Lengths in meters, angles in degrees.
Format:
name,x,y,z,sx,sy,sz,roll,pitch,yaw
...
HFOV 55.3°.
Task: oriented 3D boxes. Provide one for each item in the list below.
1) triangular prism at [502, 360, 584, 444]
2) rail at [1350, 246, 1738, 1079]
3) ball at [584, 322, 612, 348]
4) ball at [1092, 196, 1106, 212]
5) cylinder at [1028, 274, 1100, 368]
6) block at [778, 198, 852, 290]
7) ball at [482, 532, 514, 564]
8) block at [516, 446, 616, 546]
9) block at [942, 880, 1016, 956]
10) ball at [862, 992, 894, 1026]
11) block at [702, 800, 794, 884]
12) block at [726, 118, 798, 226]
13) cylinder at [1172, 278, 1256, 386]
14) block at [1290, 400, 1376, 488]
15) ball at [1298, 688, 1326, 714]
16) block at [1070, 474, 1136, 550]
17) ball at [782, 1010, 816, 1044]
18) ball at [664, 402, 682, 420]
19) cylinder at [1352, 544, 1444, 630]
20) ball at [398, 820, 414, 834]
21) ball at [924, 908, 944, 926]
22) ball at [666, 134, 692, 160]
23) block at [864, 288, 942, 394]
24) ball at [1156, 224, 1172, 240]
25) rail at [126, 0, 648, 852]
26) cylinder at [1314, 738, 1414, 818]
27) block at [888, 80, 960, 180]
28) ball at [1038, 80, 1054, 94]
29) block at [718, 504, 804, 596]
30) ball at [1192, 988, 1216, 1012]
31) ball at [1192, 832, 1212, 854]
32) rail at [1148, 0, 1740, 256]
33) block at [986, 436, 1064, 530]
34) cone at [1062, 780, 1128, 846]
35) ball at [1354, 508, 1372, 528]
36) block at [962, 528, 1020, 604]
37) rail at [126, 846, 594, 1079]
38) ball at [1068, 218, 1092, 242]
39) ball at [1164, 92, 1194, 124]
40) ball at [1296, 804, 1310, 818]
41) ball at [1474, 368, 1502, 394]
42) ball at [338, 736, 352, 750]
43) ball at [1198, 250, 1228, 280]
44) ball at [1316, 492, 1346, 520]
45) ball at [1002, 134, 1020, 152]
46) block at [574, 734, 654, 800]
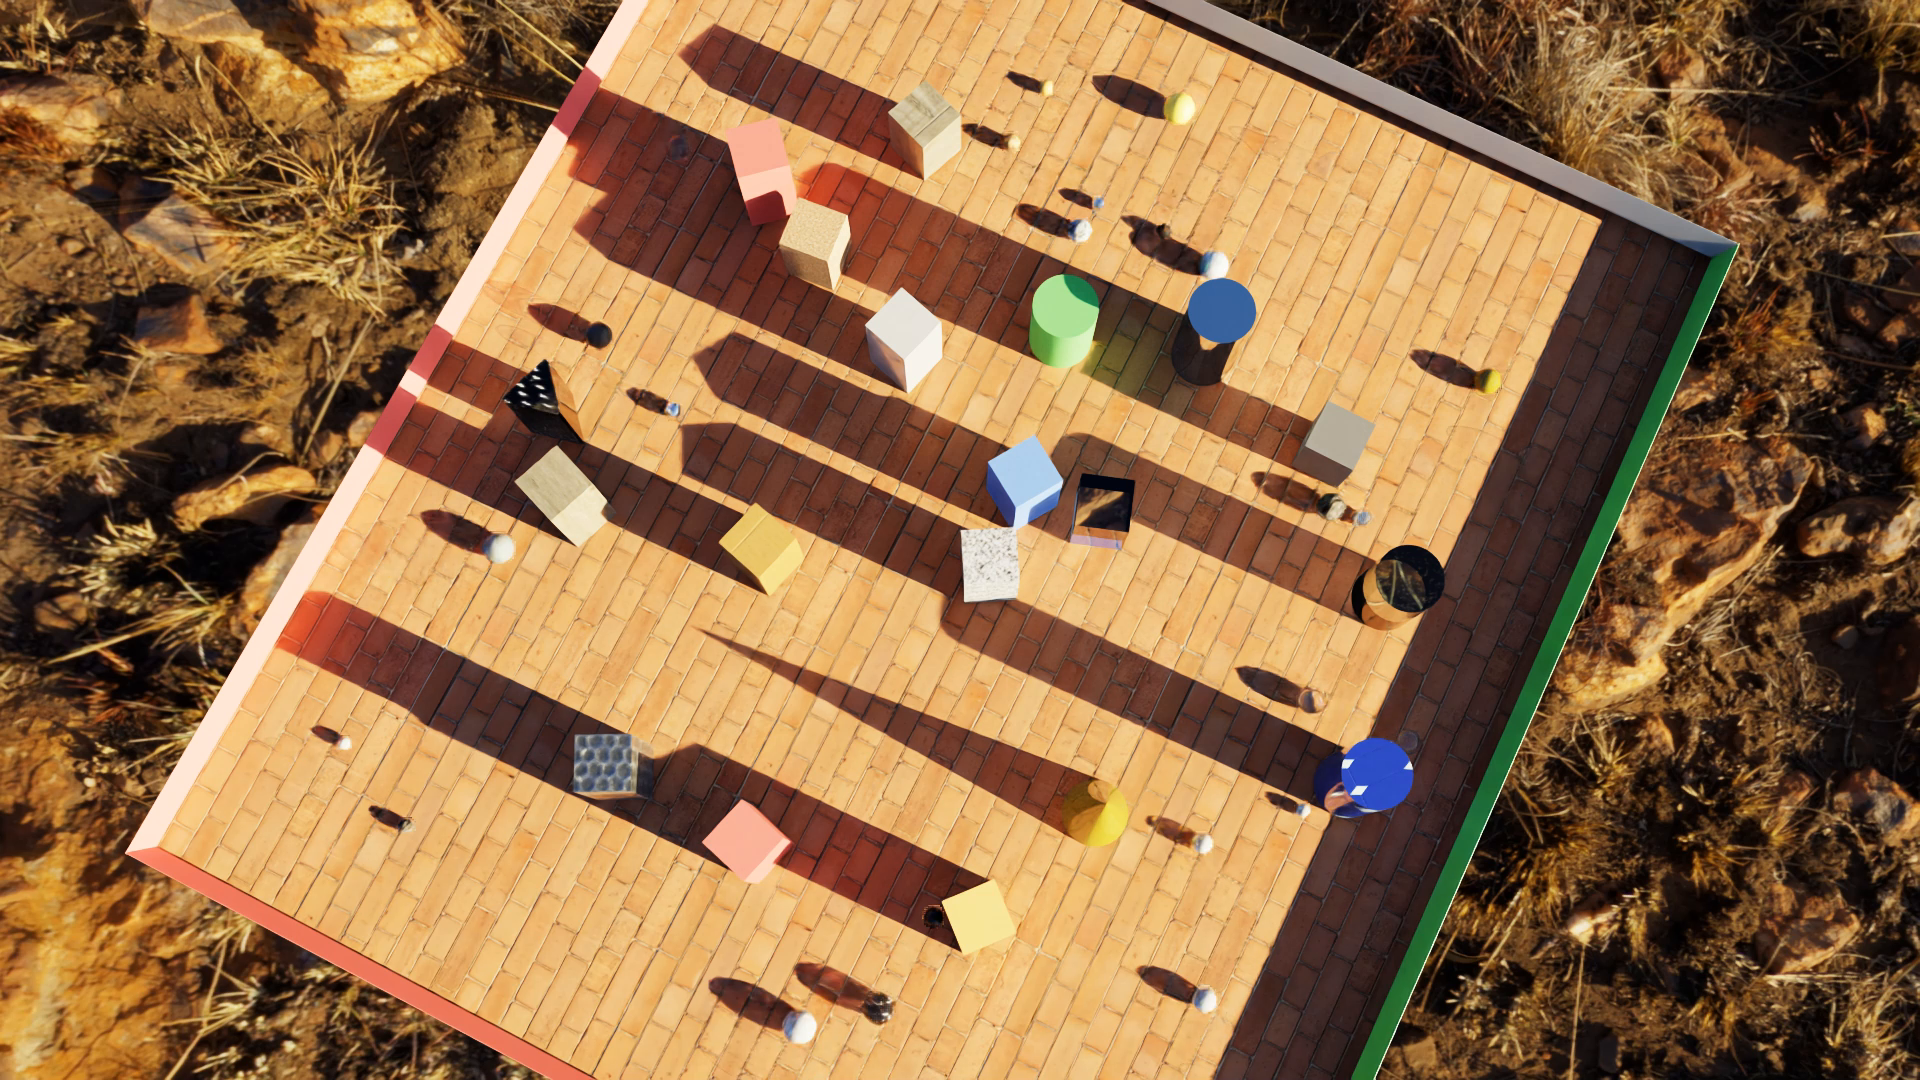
name,x,y,z,sx,sy,sz,roll,pitch,yaw
triangular prism,-1.231,-0.424,5.526,0.172,0.350,0.149,15,79,3
rail,1.539,0.760,5.392,0.045,0.129,3.824,26,80,5
ball,-1.124,-0.638,5.705,0.085,0.085,0.085,0,78,0
ball,0.440,-1.066,5.814,0.045,0.045,0.045,0,78,0
cylinder,0.315,-0.665,5.600,0.199,0.303,0.199,0,78,0
block,-0.444,-0.914,5.672,0.159,0.263,0.159,21,79,4
ball,-1.401,0.025,5.564,0.092,0.092,0.092,0,78,0
block,-1.166,-0.125,5.447,0.159,0.382,0.159,-43,81,-8
block,0.053,1.076,5.227,0.159,0.327,0.159,-22,79,-4
ball,-0.234,1.352,5.289,0.093,0.093,0.093,0,78,0
block,-0.600,0.867,5.246,0.159,0.373,0.159,42,81,8
block,-0.605,-1.131,5.653,0.159,0.388,0.159,-15,79,-3
cylinder,0.760,-0.621,5.524,0.199,0.433,0.199,0,78,0
block,1.130,-0.287,5.554,0.159,0.238,0.159,28,80,5
ball,1.052,0.483,5.476,0.079,0.079,0.079,0,78,0
block,0.426,-0.083,5.501,0.159,0.260,0.159,8,78,2
ball,-0.463,1.402,5.277,0.098,0.098,0.098,0,78,0
ball,-0.886,-0.402,5.671,0.056,0.056,0.056,0,78,0
cylinder,1.290,0.145,5.415,0.199,0.337,0.199,0,78,0
ball,-1.638,0.848,5.419,0.044,0.044,0.044,0,78,0
ball,-0.077,1.103,5.360,0.055,0.055,0.055,0,78,0
ball,-0.894,-1.250,5.835,0.080,0.080,0.080,0,78,0
block,-0.168,-0.601,5.562,0.159,0.351,0.159,42,81,8
ball,0.645,-0.975,5.794,0.048,0.048,0.048,0,78,0
rail,-1.539,-0.746,5.704,0.045,0.129,3.824,26,80,5
cylinder,1.153,0.688,5.264,0.199,0.412,0.199,0,78,0
block,-0.109,-1.283,5.751,0.159,0.256,0.159,-43,81,-8
ball,0.277,-1.455,5.894,0.047,0.047,0.047,0,78,0
block,-0.587,0.031,5.456,0.159,0.302,0.159,41,81,8
ball,0.708,1.332,5.305,0.070,0.070,0.070,0,78,0
ball,0.714,0.894,5.401,0.059,0.059,0.059,0,78,0
rail,0.845,-1.647,5.891,3.488,0.129,0.045,26,80,5
block,0.190,-0.165,5.477,0.159,0.340,0.159,-30,80,-6
cone,0.401,0.765,5.226,0.199,0.454,0.199,0,78,0
ball,1.231,-0.067,5.601,0.057,0.057,0.057,0,78,0
block,0.087,0.077,5.437,0.159,0.321,0.159,-3,78,-1
rail,-0.845,1.661,5.206,3.488,0.129,0.045,26,80,5
ball,0.378,-0.976,5.781,0.075,0.075,0.075,0,78,0
ball,0.700,-1.378,5.851,0.099,0.099,0.099,0,78,0
ball,1.016,0.802,5.430,0.040,0.040,0.040,0,78,0
ball,1.634,-0.492,5.677,0.082,0.082,0.082,0,78,0
ball,-1.838,0.607,5.470,0.040,0.040,0.040,0,78,0
ball,0.795,-0.861,5.747,0.094,0.094,0.094,0,78,0
ball,1.133,-0.102,5.594,0.086,0.086,0.086,0,78,0
ball,0.163,-1.269,5.850,0.057,0.057,0.057,0,78,0
block,-0.996,0.659,5.289,0.159,0.375,0.159,-1,78,0
